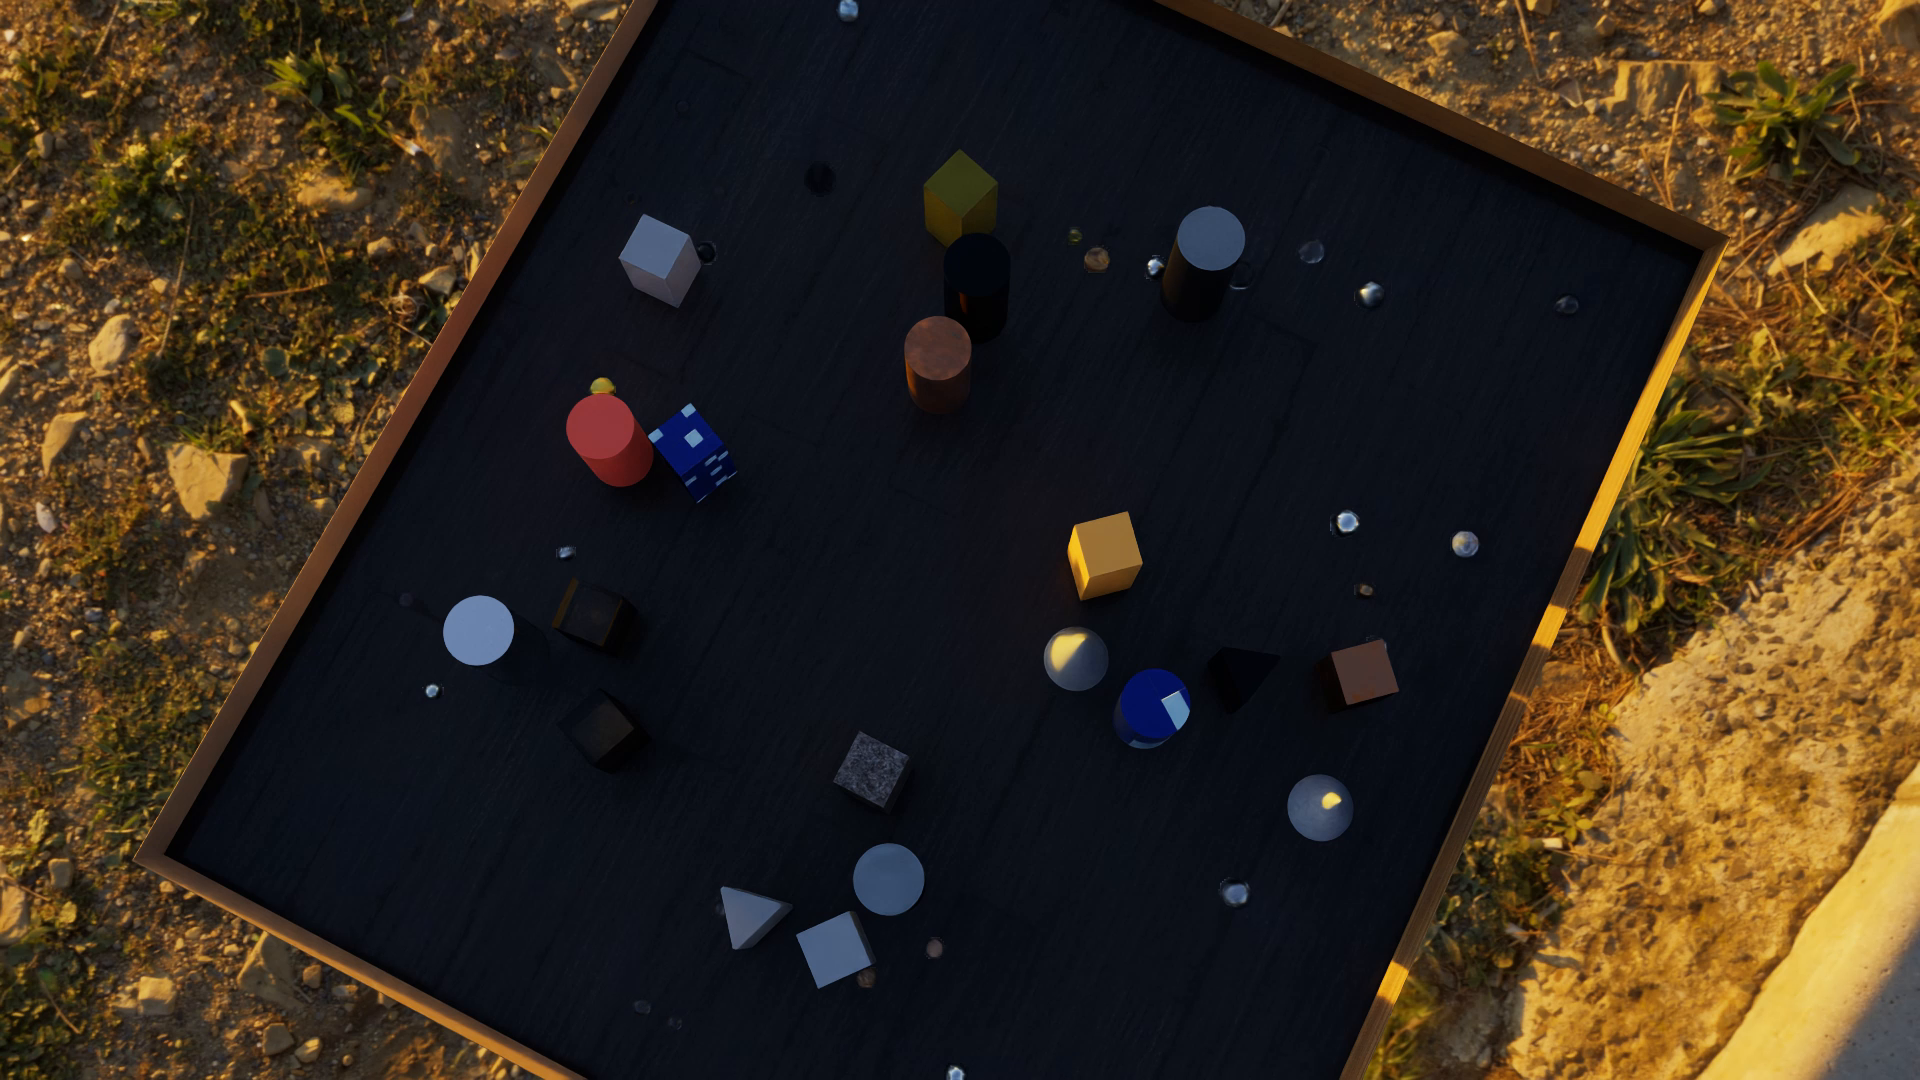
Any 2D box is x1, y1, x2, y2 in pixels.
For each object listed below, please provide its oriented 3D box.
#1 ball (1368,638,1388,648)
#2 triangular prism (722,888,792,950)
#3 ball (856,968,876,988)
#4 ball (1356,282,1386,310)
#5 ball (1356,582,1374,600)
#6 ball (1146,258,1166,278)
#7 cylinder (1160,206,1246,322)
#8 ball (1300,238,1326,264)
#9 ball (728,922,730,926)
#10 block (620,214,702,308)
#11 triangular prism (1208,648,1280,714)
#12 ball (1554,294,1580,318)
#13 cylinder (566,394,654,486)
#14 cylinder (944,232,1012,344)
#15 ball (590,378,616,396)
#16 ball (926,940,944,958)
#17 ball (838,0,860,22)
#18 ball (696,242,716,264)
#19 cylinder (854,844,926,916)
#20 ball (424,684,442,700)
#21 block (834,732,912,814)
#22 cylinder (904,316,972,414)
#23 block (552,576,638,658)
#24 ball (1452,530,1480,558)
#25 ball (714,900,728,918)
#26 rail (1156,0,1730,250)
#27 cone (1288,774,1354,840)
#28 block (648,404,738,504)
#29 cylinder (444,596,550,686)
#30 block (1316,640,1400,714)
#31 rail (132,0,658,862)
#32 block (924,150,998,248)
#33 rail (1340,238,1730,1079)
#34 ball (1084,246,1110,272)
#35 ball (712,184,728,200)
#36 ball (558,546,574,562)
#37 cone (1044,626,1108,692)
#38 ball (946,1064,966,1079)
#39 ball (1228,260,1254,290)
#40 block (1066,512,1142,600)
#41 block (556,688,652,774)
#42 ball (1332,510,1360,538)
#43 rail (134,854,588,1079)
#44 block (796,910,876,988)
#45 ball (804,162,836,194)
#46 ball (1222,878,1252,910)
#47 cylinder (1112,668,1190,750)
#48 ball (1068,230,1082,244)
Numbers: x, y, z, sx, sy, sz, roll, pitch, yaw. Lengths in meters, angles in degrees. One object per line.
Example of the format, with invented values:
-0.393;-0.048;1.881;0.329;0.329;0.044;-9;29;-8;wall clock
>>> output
1.255;0.323;5.518;0.061;0.061;0.061;0;78;0;ball
-0.603;1.044;5.203;0.171;0.386;0.148;-43;81;-8;triangular prism
-0.271;1.272;5.322;0.059;0.059;0.059;0;78;0;ball
1.285;-0.764;5.731;0.086;0.086;0.086;0;78;0;ball
1.230;0.154;5.558;0.052;0.052;0.052;0;78;0;ball
0.615;-0.853;5.760;0.065;0.065;0.065;0;78;0;ball
0.729;-0.827;5.545;0.197;0.475;0.197;0;78;0;cylinder
1.107;-0.909;5.764;0.080;0.080;0.080;0;78;0;ball
-0.658;1.117;5.361;0.043;0.043;0.043;0;78;0;ball
-0.923;-0.859;5.660;0.158;0.263;0.158;26;79;5;block
0.807;0.384;5.386;0.148;0.296;0.171;38;81;7;triangular prism
1.899;-0.732;5.728;0.078;0.078;0.078;0;78;0;ball
-1.046;-0.295;5.500;0.197;0.348;0.197;0;78;0;cylinder
0.050;-0.756;5.546;0.197;0.445;0.197;0;78;0;cylinder
-1.106;-0.466;5.675;0.074;0.074;0.074;0;78;0;ball
-0.074;1.192;5.343;0.052;0.052;0.052;0;78;0;ball
-0.362;-1.715;5.935;0.071;0.071;0.071;0;78;0;ball
-0.802;-0.902;5.770;0.065;0.065;0.065;0;78;0;ball
-0.198;0.974;5.242;0.197;0.339;0.197;0;78;0;cylinder
-1.580;0.455;5.498;0.048;0.048;0.048;0;78;0;ball
-0.246;0.676;5.280;0.158;0.386;0.158;27;80;5;block
-0.065;-0.524;5.538;0.197;0.367;0.197;0;78;0;cylinder
-1.082;0.231;5.438;0.158;0.256;0.158;21;79;4;block
1.537;0.012;5.573;0.081;0.081;0.081;0;78;0;ball
-0.694;1.079;5.366;0.054;0.054;0.054;0;78;0;ball
0.849;-1.655;5.893;3.428;0.128;0.045;26;80;5;rail
1.073;0.765;5.303;0.197;0.304;0.197;0;78;0;cone
-0.798;-0.256;5.494;0.158;0.343;0.158;-39;81;-7;block
-1.340;0.298;5.322;0.197;0.455;0.197;0;78;0;cylinder
1.169;0.405;5.408;0.158;0.243;0.158;-15;79;-3;block
-1.512;-0.734;5.702;0.045;0.128;3.843;26;80;5;rail
0.002;-1.028;5.646;0.158;0.359;0.158;43;81;8;block
1.512;0.747;5.395;0.045;0.128;3.843;26;80;5;rail
0.431;-0.881;5.759;0.079;0.079;0.079;0;78;0;ball
-0.761;-1.106;5.820;0.051;0.051;0.051;0;78;0;ball
-1.199;0.042;5.584;0.046;0.046;0.046;0;78;0;ball
0.352;0.319;5.351;0.197;0.391;0.197;0;78;0;cone
-0.011;1.538;5.270;0.055;0.055;0.055;0;78;0;ball
0.877;-0.829;5.741;0.093;0.093;0.093;0;78;0;ball
0.423;0.052;5.406;0.158;0.392;0.158;-14;79;-3;block
-1.032;0.560;5.341;0.158;0.313;0.158;-41;81;-8;block
1.176;-0.051;5.583;0.086;0.086;0.086;0;78;0;ball
-0.849;1.669;5.205;3.428;0.128;0.045;26;80;5;rail
-0.347;1.159;5.197;0.158;0.352;0.158;-23;79;-5;block
-0.444;-1.144;5.803;0.099;0.099;0.099;0;78;0;ball
0.808;1.035;5.357;0.088;0.088;0.088;0;78;0;ball
0.552;0.495;5.341;0.197;0.338;0.197;0;78;0;cylinder
0.362;-0.958;5.791;0.047;0.047;0.047;0;78;0;ball
